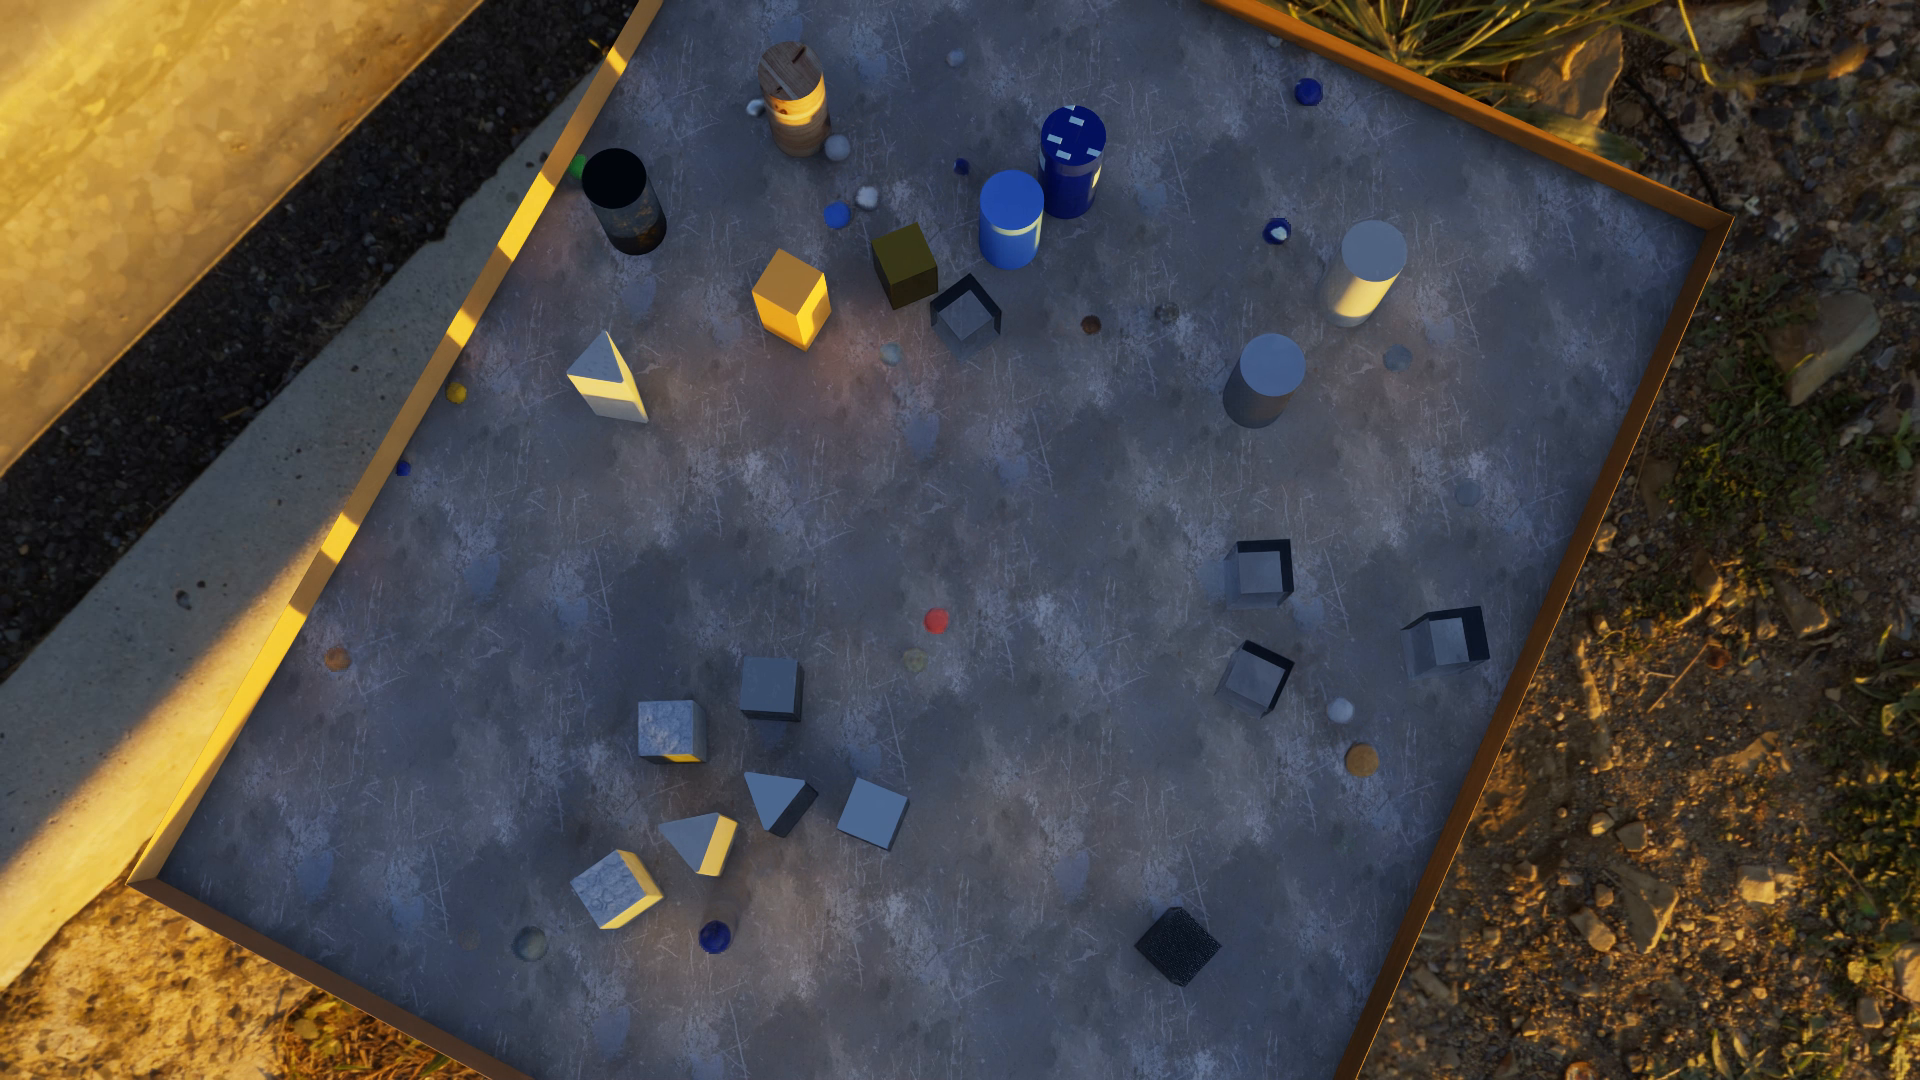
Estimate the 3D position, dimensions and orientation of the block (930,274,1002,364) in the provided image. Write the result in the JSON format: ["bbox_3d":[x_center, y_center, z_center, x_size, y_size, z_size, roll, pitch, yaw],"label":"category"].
[{"bbox_3d":[0.018,-0.679,5.635,0.154,0.238,0.154,-37,81,-7],"label":"block"}]

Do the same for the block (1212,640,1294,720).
[{"bbox_3d":[0.864,0.413,5.404,0.154,0.249,0.154,26,79,5],"label":"block"}]

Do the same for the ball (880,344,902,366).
[{"bbox_3d":[-0.214,-0.574,5.700,0.070,0.070,0.070,0,78,0],"label":"ball"}]

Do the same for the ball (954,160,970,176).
[{"bbox_3d":[0.008,-1.186,5.836,0.051,0.051,0.051,0,78,0],"label":"ball"}]

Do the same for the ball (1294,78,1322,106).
[{"bbox_3d":[1.113,-1.437,5.869,0.087,0.087,0.087,0,78,0],"label":"ball"}]

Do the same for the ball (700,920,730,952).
[{"bbox_3d":[-0.712,1.153,5.332,0.090,0.090,0.090,0,78,0],"label":"ball"}]

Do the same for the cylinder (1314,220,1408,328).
[{"bbox_3d":[1.214,-0.805,5.571,0.193,0.415,0.193,0,78,0],"label":"cylinder"}]

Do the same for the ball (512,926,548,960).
[{"bbox_3d":[-1.249,1.172,5.325,0.097,0.097,0.097,0,78,0],"label":"ball"}]

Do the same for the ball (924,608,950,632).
[{"bbox_3d":[-0.069,0.240,5.529,0.075,0.075,0.075,0,78,0],"label":"ball"}]

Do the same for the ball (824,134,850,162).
[{"bbox_3d":[-0.389,-1.248,5.833,0.081,0.081,0.081,0,78,0],"label":"ball"}]

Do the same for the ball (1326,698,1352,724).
[{"bbox_3d":[1.133,0.508,5.472,0.077,0.077,0.077,0,78,0],"label":"ball"}]

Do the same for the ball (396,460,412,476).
[{"bbox_3d":[-1.712,-0.221,5.640,0.044,0.044,0.044,0,78,0],"label":"ball"}]

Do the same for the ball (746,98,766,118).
[{"bbox_3d":[-0.654,-1.385,5.872,0.061,0.061,0.061,0,78,0],"label":"ball"}]

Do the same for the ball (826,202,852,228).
[{"bbox_3d":[-0.384,-1.028,5.787,0.082,0.082,0.082,0,78,0],"label":"ball"}]

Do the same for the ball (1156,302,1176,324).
[{"bbox_3d":[0.644,-0.709,5.730,0.065,0.065,0.065,0,78,0],"label":"ball"}]

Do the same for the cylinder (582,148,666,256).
[{"bbox_3d":[-1.028,-1.035,5.632,0.193,0.389,0.193,0,78,0],"label":"cylinder"}]

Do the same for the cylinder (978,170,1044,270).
[{"bbox_3d":[0.156,-0.983,5.647,0.193,0.339,0.193,0,78,0],"label":"cylinder"}]

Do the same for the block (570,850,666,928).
[{"bbox_3d":[-0.971,0.998,5.231,0.154,0.351,0.154,-35,80,-7],"label":"block"}]

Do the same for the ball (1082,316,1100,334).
[{"bbox_3d":[0.409,-0.673,5.726,0.058,0.058,0.058,0,78,0],"label":"ball"}]

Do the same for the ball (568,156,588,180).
[{"bbox_3d":[-1.208,-1.183,5.825,0.071,0.071,0.071,0,78,0],"label":"ball"}]

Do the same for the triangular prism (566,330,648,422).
[{"bbox_3d":[-1.040,-0.493,5.499,0.167,0.430,0.145,9,78,2],"label":"triangular prism"}]

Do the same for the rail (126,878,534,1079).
[{"bbox_3d":[-0.879,1.729,5.194,3.398,0.125,0.045,26,80,5],"label":"rail"}]

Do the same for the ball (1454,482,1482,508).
[{"bbox_3d":[1.554,-0.140,5.605,0.080,0.080,0.080,0,78,0],"label":"ball"}]

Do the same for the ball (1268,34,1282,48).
[{"bbox_3d":[1.020,-1.614,5.928,0.043,0.043,0.043,0,78,0],"label":"ball"}]

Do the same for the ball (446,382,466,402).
[{"bbox_3d":[-1.563,-0.460,5.680,0.061,0.061,0.061,0,78,0],"label":"ball"}]

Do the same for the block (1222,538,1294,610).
[{"bbox_3d":[0.885,0.105,5.446,0.154,0.291,0.154,-3,78,-1],"label":"block"}]

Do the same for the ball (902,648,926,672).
[{"bbox_3d":[-0.139,0.360,5.505,0.073,0.073,0.073,0,78,0],"label":"ball"}]

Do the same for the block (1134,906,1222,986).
[{"bbox_3d":[0.618,1.158,5.225,0.154,0.297,0.154,43,82,8],"label":"block"}]

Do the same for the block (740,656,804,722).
[{"bbox_3d":[-0.551,0.441,5.396,0.154,0.253,0.154,4,78,1],"label":"block"}]

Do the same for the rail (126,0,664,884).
[{"bbox_3d":[-1.498,-0.727,5.702,0.045,0.125,3.979,26,80,5],"label":"rail"}]

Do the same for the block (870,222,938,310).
[{"bbox_3d":[-0.170,-0.845,5.671,0.154,0.235,0.154,-23,79,-5],"label":"block"}]

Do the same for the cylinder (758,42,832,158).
[{"bbox_3d":[-0.509,-1.361,5.685,0.193,0.417,0.193,0,78,0],"label":"cylinder"}]

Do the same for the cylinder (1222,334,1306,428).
[{"bbox_3d":[0.914,-0.476,5.532,0.193,0.358,0.193,0,78,0],"label":"cylinder"}]

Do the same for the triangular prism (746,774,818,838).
[{"bbox_3d":[-0.530,0.727,5.221,0.145,0.479,0.167,38,81,7],"label":"triangular prism"}]

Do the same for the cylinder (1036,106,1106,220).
[{"bbox_3d":[0.337,-1.157,5.641,0.193,0.421,0.193,0,78,0],"label":"cylinder"}]

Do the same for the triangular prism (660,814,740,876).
[{"bbox_3d":[-0.710,0.838,5.200,0.145,0.476,0.167,-41,81,-8],"label":"triangular prism"}]

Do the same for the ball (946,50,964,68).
[{"bbox_3d":[-0.014,-1.552,5.909,0.055,0.055,0.055,0,78,0],"label":"ball"}]

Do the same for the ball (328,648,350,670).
[{"bbox_3d":[-1.868,0.360,5.508,0.066,0.066,0.066,0,78,0],"label":"ball"}]

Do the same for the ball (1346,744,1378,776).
[{"bbox_3d":[1.191,0.651,5.433,0.096,0.096,0.096,0,78,0],"label":"ball"}]

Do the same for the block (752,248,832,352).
[{"bbox_3d":[-0.510,-0.727,5.588,0.154,0.350,0.154,30,80,6],"label":"block"}]

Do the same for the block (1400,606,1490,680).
[{"bbox_3d":[1.420,0.306,5.382,0.154,0.336,0.154,-7,78,-1],"label":"block"}]

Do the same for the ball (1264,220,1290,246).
[{"bbox_3d":[0.997,-0.969,5.776,0.080,0.080,0.080,0,78,0],"label":"ball"}]

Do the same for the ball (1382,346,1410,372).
[{"bbox_3d":[1.355,-0.564,5.692,0.081,0.081,0.081,0,78,0],"label":"ball"}]

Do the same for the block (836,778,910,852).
[{"bbox_3d":[-0.249,0.799,5.314,0.154,0.269,0.154,22,79,4],"label":"block"}]

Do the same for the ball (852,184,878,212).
[{"bbox_3d":[-0.301,-1.083,5.799,0.082,0.082,0.082,0,78,0],"label":"ball"}]

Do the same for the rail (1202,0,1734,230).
[{"bbox_3d":[0.879,-1.715,5.906,3.398,0.125,0.045,26,80,5],"label":"rail"}]

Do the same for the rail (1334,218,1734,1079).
[{"bbox_3d":[1.498,0.740,5.398,0.045,0.125,3.979,26,80,5],"label":"rail"}]

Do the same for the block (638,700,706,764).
[{"bbox_3d":[-0.836,0.564,5.349,0.154,0.295,0.154,-2,78,0],"label":"block"}]
